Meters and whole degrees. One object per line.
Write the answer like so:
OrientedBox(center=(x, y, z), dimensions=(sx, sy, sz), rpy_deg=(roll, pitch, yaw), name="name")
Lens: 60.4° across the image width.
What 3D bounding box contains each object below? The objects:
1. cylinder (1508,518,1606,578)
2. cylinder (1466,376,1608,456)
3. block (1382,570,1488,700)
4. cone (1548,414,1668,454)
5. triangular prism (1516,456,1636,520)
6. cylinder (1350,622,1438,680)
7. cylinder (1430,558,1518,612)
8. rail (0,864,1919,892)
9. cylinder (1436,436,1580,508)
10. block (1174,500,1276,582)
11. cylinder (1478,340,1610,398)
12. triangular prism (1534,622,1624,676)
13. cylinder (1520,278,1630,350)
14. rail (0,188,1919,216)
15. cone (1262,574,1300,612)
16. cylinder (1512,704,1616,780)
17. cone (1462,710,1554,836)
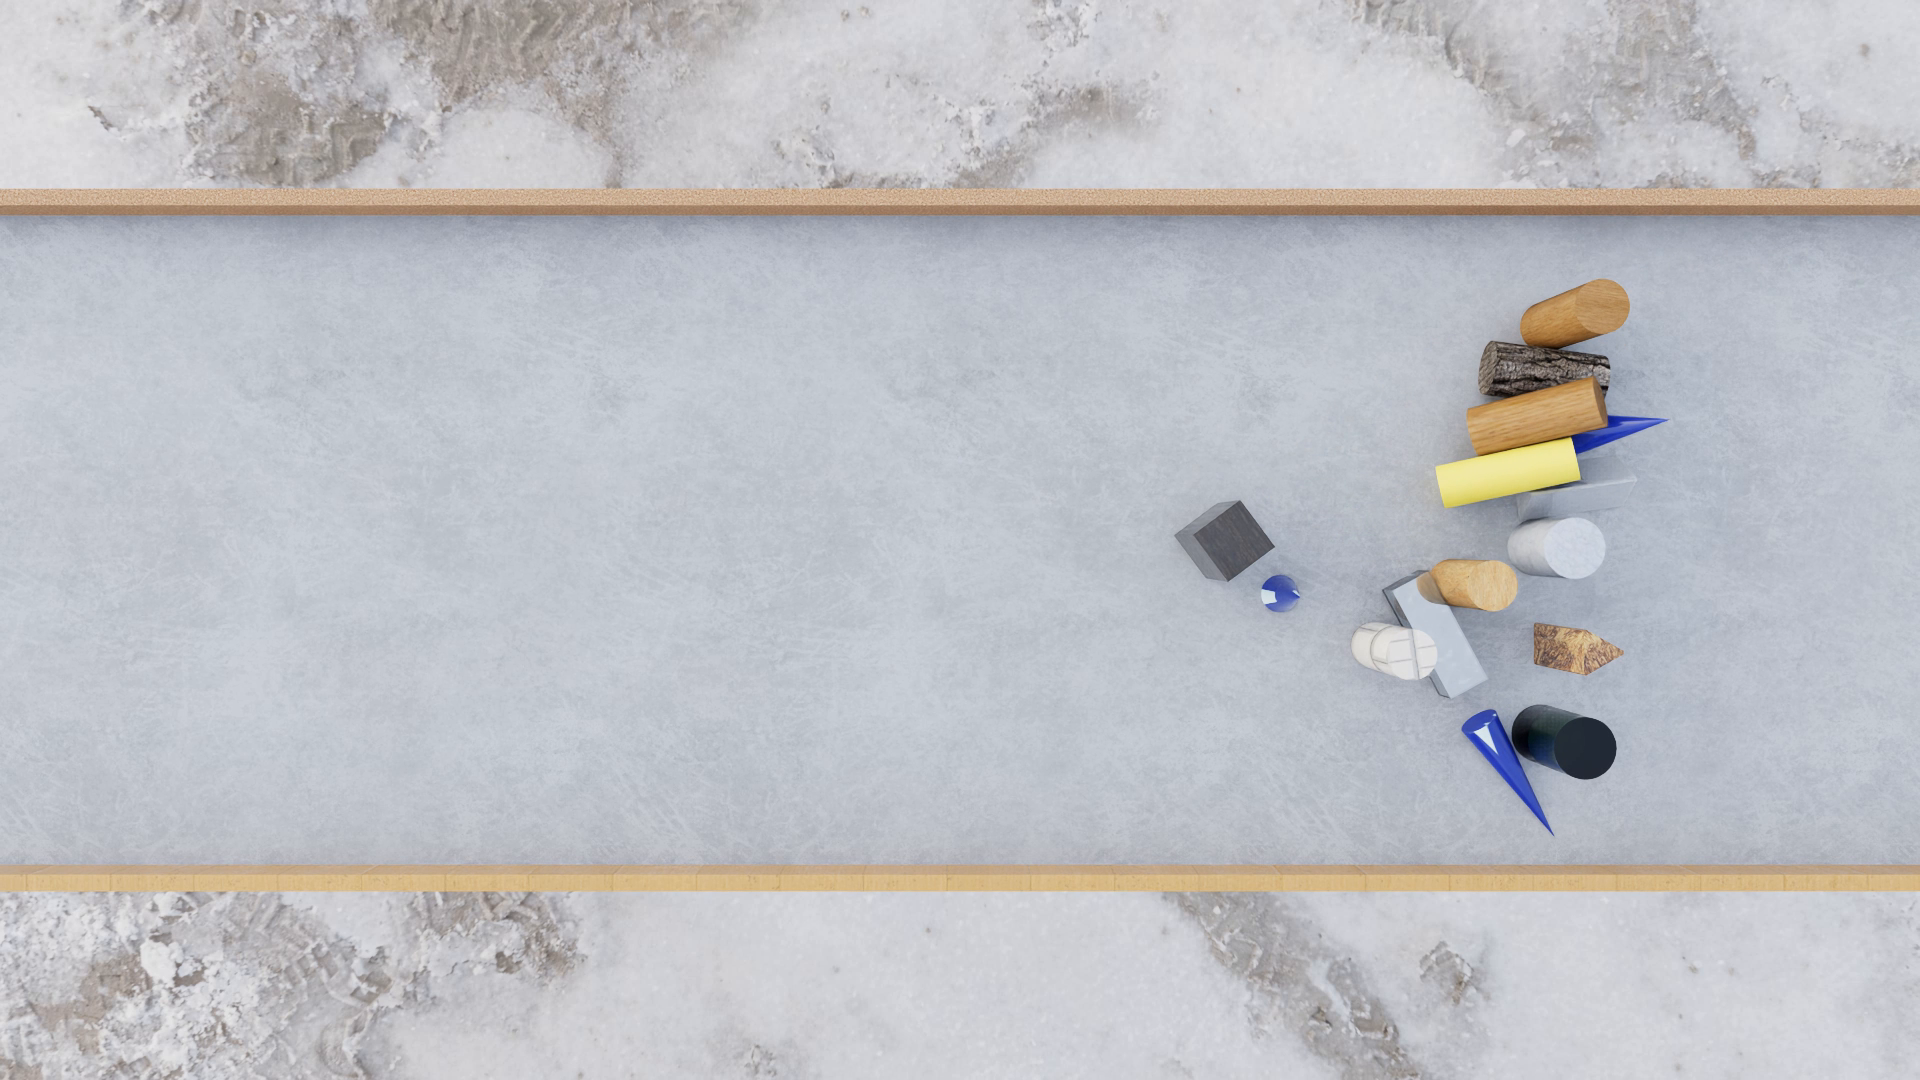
OrientedBox(center=(1.771, 0.023, 4.910), dimensions=(0.176, 0.331, 0.176), rpy_deg=(0, 90, 1), name="cylinder")
OrientedBox(center=(1.719, -0.366, 4.917), dimensions=(0.369, 0.154, 0.154), rpy_deg=(-14, 90, 30), name="cylinder")
OrientedBox(center=(1.441, 0.285, 5.013), dimensions=(0.127, 0.127, 0.370), rpy_deg=(-29, 90, 0), name="block")
OrientedBox(center=(1.936, -0.333, 4.893), dimensions=(0.154, 0.354, 0.154), rpy_deg=(6, 81, -41), name="cone")
OrientedBox(center=(1.869, -0.160, 5.005), dimensions=(0.320, 0.135, 0.155), rpy_deg=(-8, 90, 0), name="triangular prism")
OrientedBox(center=(1.274, 0.324, 4.864), dimensions=(0.145, 0.425, 0.145), rpy_deg=(0, 90, 0), name="cylinder")
OrientedBox(center=(1.514, 0.130, 4.882), dimensions=(0.144, 0.389, 0.144), rpy_deg=(0, 90, 0), name="cylinder")
OrientedBox(center=(-2.247, 1.025, 5.001), dimensions=(12.000, 0.150, 0.050), rpy_deg=(0, 90, 0), name="rail")
OrientedBox(center=(1.642, -0.201, 4.950), dimensions=(0.394, 0.132, 0.132), rpy_deg=(-13, 90, 19), name="cylinder")
OrientedBox(center=(0.774, 0.002, 4.866), dimensions=(0.165, 0.420, 0.165), rpy_deg=(-37, 90, 0), name="block")
OrientedBox(center=(1.767, -0.499, 4.995), dimensions=(0.342, 0.164, 0.164), rpy_deg=(8, 90, 0), name="cylinder")
OrientedBox(center=(1.797, 0.303, 4.873), dimensions=(0.128, 0.407, 0.111), rpy_deg=(-30, 90, 0), name="triangular prism")
OrientedBox(center=(1.801, -0.655, 4.850), dimensions=(0.155, 0.452, 0.155), rpy_deg=(0, 90, 0), name="cylinder")
OrientedBox(center=(-2.247, -1.025, 5.002), dimensions=(12.000, 0.150, 0.050), rpy_deg=(0, 90, 0), name="rail")
OrientedBox(center=(0.985, 0.165, 4.923), dimensions=(0.116, 0.308, 0.116), rpy_deg=(0, 90, 0), name="cone")
OrientedBox(center=(1.787, 0.596, 4.894), dimensions=(0.180, 0.365, 0.180), rpy_deg=(0, 90, 0), name="cylinder")
OrientedBox(center=(1.705, 0.733, 5.047), dimensions=(0.118, 0.118, 0.447), rpy_deg=(-35, 98, 0), name="cone")
